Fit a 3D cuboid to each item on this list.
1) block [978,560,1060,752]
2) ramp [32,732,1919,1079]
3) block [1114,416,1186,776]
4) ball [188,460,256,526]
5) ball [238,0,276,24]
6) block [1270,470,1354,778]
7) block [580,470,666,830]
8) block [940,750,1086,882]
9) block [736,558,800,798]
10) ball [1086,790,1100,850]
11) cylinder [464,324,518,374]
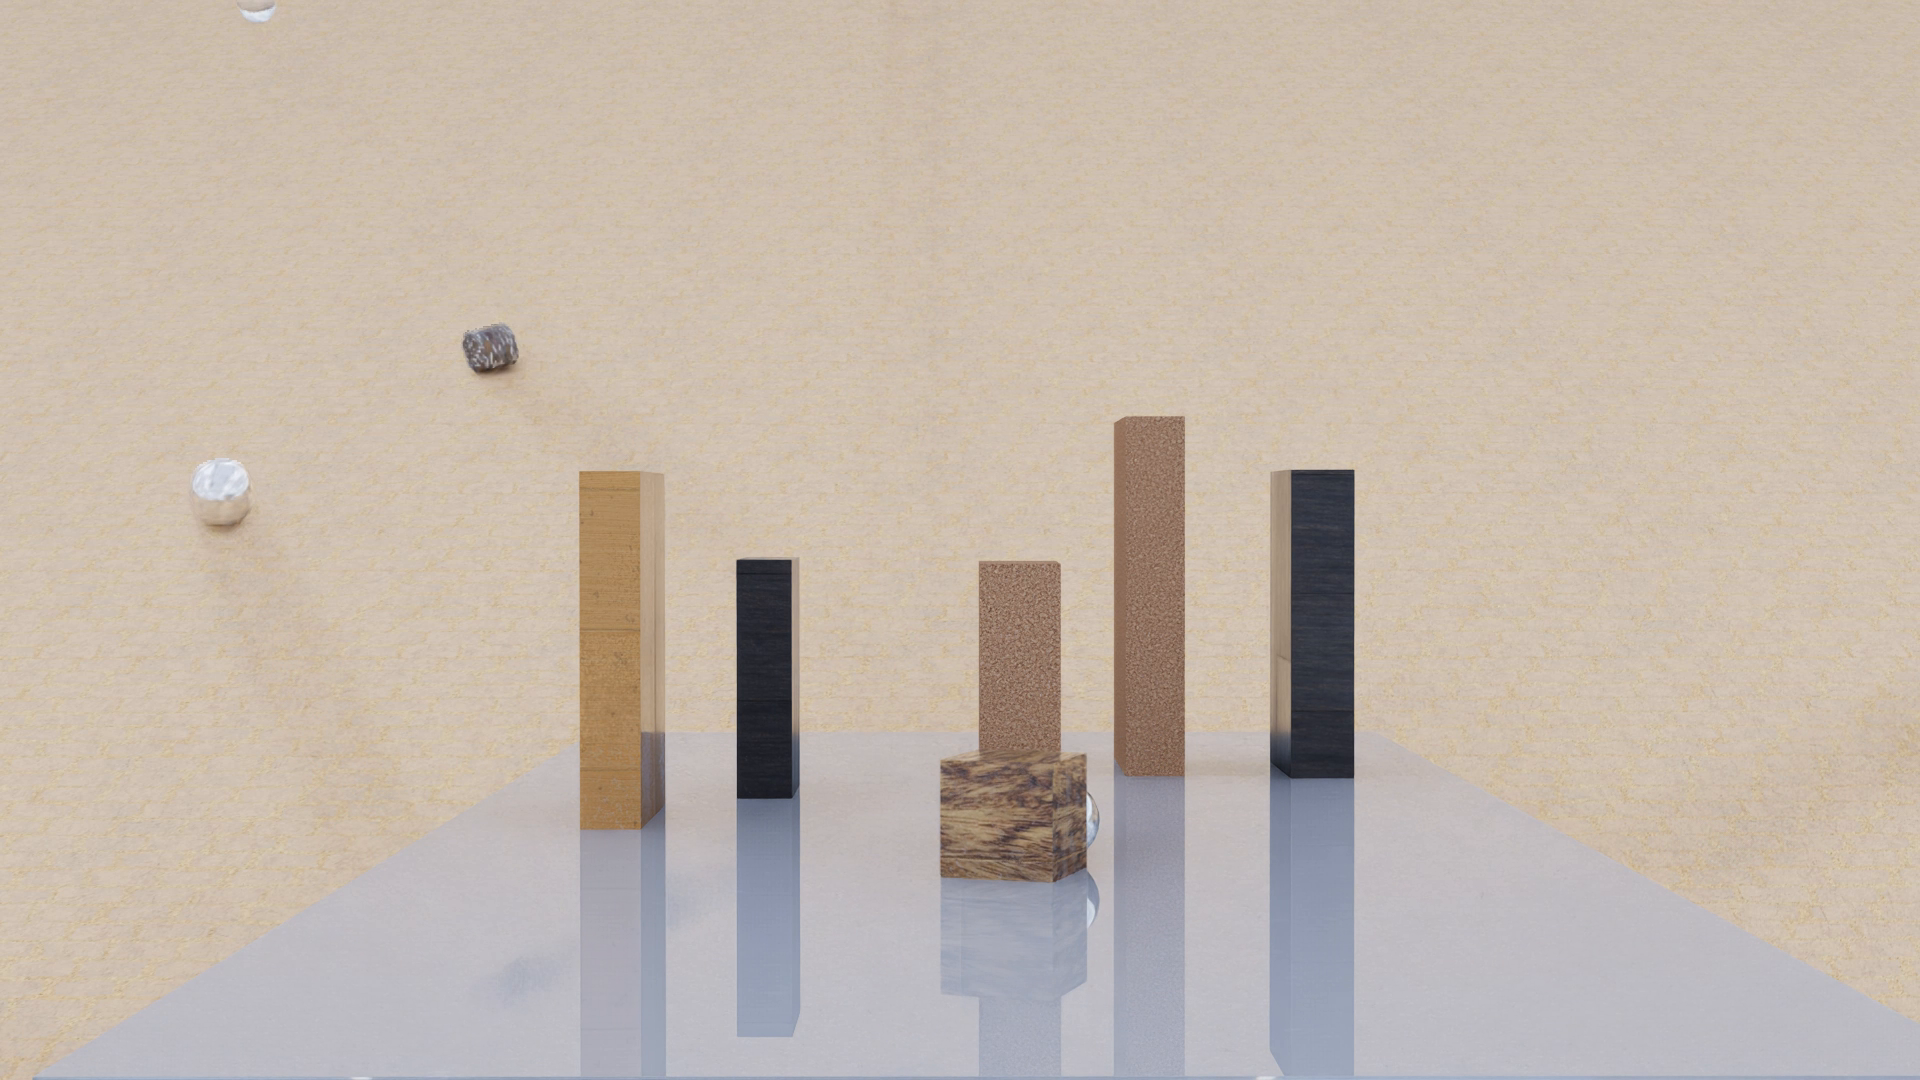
[{"bbox_3d":[0.100,0.278,4.391,0.134,0.481,0.247,0,1,0],"label":"block"},{"bbox_3d":[0.063,0.566,4.606,2.000,0.100,4.000,0,1,0],"label":"ramp"},{"bbox_3d":[0.417,0.118,5.721,0.126,0.768,0.423,0,1,0],"label":"block"},{"bbox_3d":[-2.222,-0.141,7.781,0.195,0.195,0.195,0,28,0],"label":"ball"},{"bbox_3d":[-3.368,-2.567,12.375,0.178,0.178,0.178,0,28,0],"label":"ball"},{"bbox_3d":[0.767,0.176,5.647,0.135,0.654,0.364,0,1,0],"label":"block"},{"bbox_3d":[-0.624,0.194,4.796,0.109,0.639,0.386,0,1,0],"label":"block"},{"bbox_3d":[0.086,0.431,4.064,0.182,0.182,0.182,0,1,19],"label":"block"},{"bbox_3d":[-0.386,0.273,5.218,0.109,0.471,0.255,0,1,0],"label":"block"},{"bbox_3d":[0.162,0.455,4.204,0.131,0.131,0.131,0,28,0],"label":"ball"},{"bbox_3d":[-1.600,-0.652,8.805,0.137,0.137,0.137,-19,33,-31],"label":"cylinder"}]
